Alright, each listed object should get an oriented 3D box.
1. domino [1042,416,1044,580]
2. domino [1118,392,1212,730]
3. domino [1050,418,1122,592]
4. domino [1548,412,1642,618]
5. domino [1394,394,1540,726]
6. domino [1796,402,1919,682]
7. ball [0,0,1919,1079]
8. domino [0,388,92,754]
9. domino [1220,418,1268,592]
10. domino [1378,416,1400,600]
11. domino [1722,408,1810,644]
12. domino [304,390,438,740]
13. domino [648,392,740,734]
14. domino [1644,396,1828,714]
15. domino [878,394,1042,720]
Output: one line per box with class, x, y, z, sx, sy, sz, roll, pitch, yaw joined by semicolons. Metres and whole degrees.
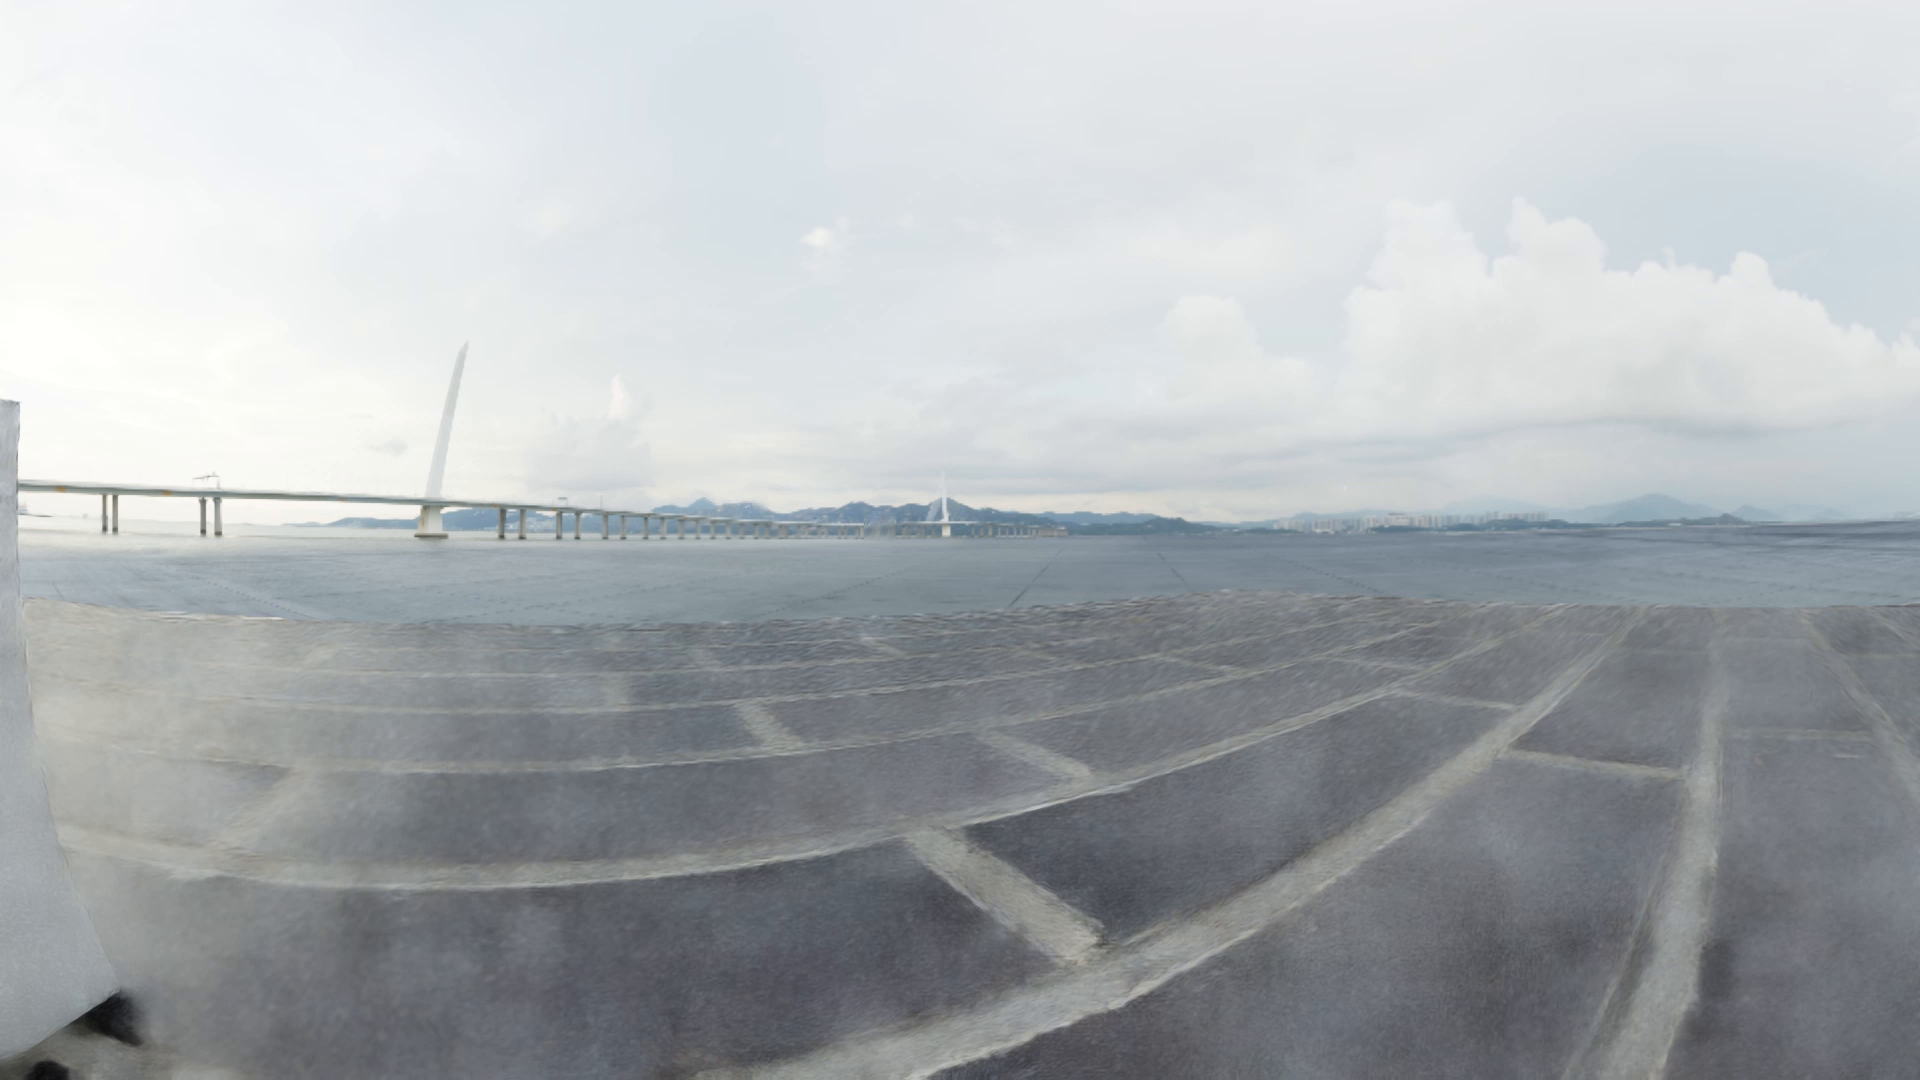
domino;0.009;-0.008;0.345;0.025;0.050;0.009;1;4;17
domino;0.032;0.002;0.202;0.009;0.050;0.025;0;4;-1
domino;0.038;-0.011;0.382;0.010;0.050;0.025;-2;5;-26
domino;0.160;-0.007;0.323;0.025;0.050;0.009;-3;5;-37
domino;0.080;0.002;0.205;0.009;0.050;0.025;-1;4;-7
domino;0.170;0.000;0.235;0.025;0.050;0.010;4;6;43
ball;0.000;-0.002;0.056;0.080;0.080;0.080;0;4;0
domino;-0.136;0.004;0.186;0.010;0.050;0.025;-1;5;-19
domino;0.085;-0.011;0.382;0.009;0.050;0.025;2;5;21
domino;0.126;-0.009;0.357;0.010;0.050;0.025;3;6;39
domino;0.181;-0.003;0.280;0.025;0.050;0.009;-1;4;-14
domino;-0.089;0.003;0.196;0.010;0.050;0.025;0;4;-6
domino;-0.041;0.003;0.199;0.009;0.050;0.025;0;4;-3
domino;0.128;0.002;0.213;0.010;0.050;0.025;-1;4;-14
domino;0.000;0.002;0.201;0.025;0.050;0.009;0;4;0
